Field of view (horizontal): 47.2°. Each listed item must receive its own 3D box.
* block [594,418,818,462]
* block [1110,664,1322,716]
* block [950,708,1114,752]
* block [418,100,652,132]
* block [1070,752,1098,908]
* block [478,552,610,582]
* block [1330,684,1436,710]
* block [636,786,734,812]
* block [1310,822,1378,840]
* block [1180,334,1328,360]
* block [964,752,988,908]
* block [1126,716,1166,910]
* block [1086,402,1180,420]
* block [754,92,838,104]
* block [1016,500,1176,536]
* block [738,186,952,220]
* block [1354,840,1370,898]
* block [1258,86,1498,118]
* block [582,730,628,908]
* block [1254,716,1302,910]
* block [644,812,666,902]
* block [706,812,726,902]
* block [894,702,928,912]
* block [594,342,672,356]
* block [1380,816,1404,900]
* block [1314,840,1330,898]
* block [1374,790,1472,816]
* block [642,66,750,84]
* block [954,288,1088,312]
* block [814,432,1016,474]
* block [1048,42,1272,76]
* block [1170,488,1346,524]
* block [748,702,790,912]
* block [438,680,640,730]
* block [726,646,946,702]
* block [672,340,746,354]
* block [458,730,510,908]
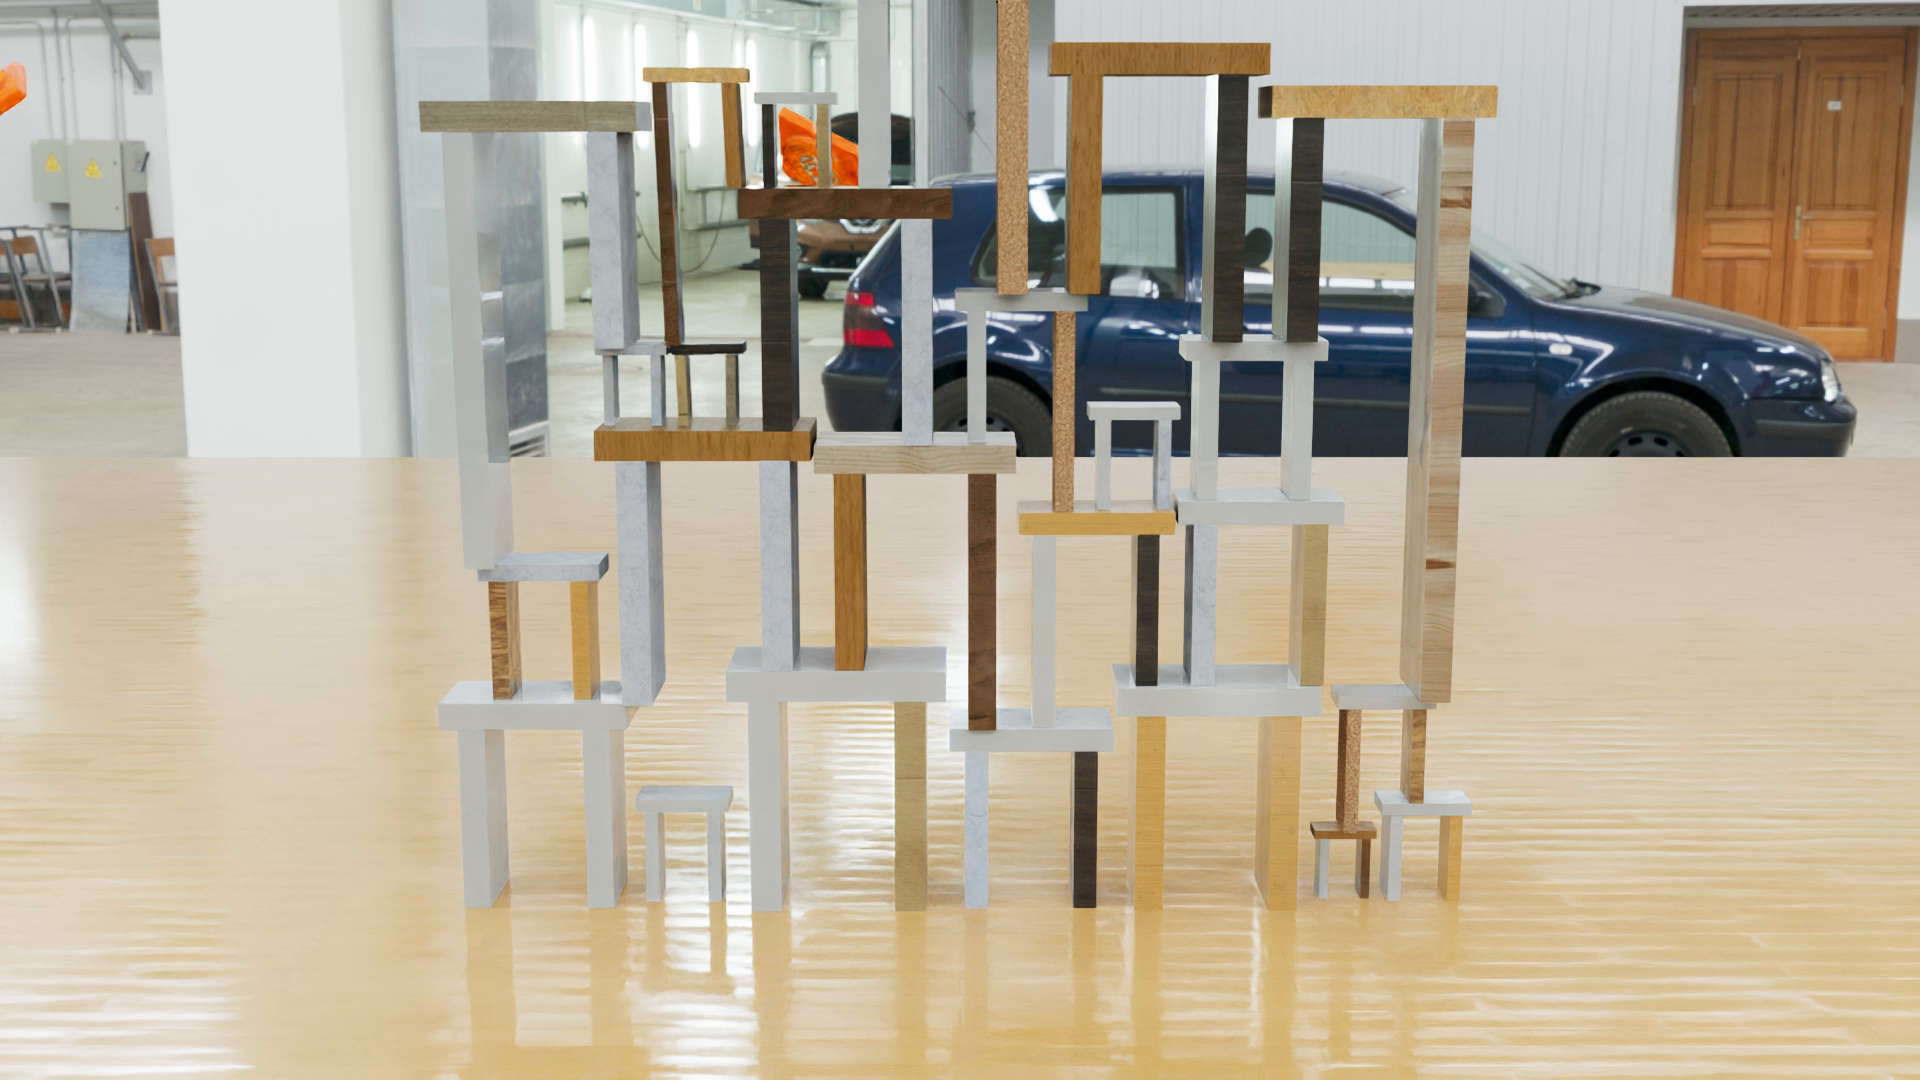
[{"bbox_3d":[-0.404,-0.162,3.531,0.339,0.048,0.170,0,11,0],"label":"block"},{"bbox_3d":[0.417,0.246,3.606,0.327,0.046,0.163,0,11,0],"label":"block"},{"bbox_3d":[0.116,0.311,3.613,0.265,0.038,0.133,0,11,0],"label":"block"},{"bbox_3d":[-0.657,-0.660,3.428,0.330,0.047,0.165,0,11,1],"label":"block"},{"bbox_3d":[0.204,0.460,3.641,0.038,0.266,0.133,0,11,0],"label":"block"},{"bbox_3d":[-0.675,0.043,3.570,0.195,0.028,0.098,0,11,1],"label":"block"},{"bbox_3d":[0.695,0.257,3.611,0.159,0.023,0.080,0,11,0],"label":"block"},{"bbox_3d":[-0.456,0.429,3.640,0.153,0.022,0.077,0,11,0],"label":"block"},{"bbox_3d":[0.636,0.482,3.651,0.103,0.015,0.051,0,11,0],"label":"block"},{"bbox_3d":[0.466,-0.307,3.502,0.222,0.031,0.111,0,11,0],"label":"block"},{"bbox_3d":[0.027,0.460,3.641,0.038,0.266,0.133,0,11,0],"label":"block"},{"bbox_3d":[0.308,0.429,3.640,0.046,0.327,0.163,0,11,0],"label":"block"},{"bbox_3d":[0.278,-0.207,3.525,0.144,0.020,0.072,0,11,-1],"label":"block"},{"bbox_3d":[-0.256,-0.690,3.435,0.128,0.018,0.064,0,11,0],"label":"block"},{"bbox_3d":[0.217,-0.037,3.549,0.247,0.035,0.124,0,11,-1],"label":"block"},{"bbox_3d":[-0.176,-0.532,3.460,0.329,0.047,0.164,0,11,0],"label":"block"},{"bbox_3d":[0.671,0.539,3.662,0.015,0.103,0.051,0,11,0],"label":"block"},{"bbox_3d":[0.648,-0.684,3.438,0.343,0.049,0.171,0,11,0],"label":"block"},{"bbox_3d":[-0.587,0.440,3.647,0.043,0.302,0.151,0,11,0],"label":"block"},{"bbox_3d":[0.526,0.429,3.640,0.046,0.327,0.163,0,11,0],"label":"block"},{"bbox_3d":[-0.506,0.515,3.656,0.022,0.153,0.077,0,11,0],"label":"block"},{"bbox_3d":[-0.405,0.515,3.656,0.022,0.153,0.077,0,11,0],"label":"block"},{"bbox_3d":[-0.081,0.416,3.640,0.050,0.352,0.176,0,11,0],"label":"block"},{"bbox_3d":[-0.520,-0.305,3.500,0.113,0.016,0.057,0,11,0],"label":"block"},{"bbox_3d":[0.717,0.518,3.657,0.021,0.147,0.073,0,11,0],"label":"block"},{"bbox_3d":[0.602,0.539,3.662,0.015,0.103,0.051,0,11,0],"label":"block"},{"bbox_3d":[0.766,0.435,3.642,0.147,0.021,0.073,0,11,0],"label":"block"},{"bbox_3d":[-0.409,-0.723,3.420,0.160,0.023,0.080,0,11,-1],"label":"block"},{"bbox_3d":[0.096,-0.382,3.493,0.208,0.029,0.104,0,11,0],"label":"block"},{"bbox_3d":[-0.071,-0.141,3.535,0.319,0.045,0.159,0,11,0],"label":"block"},{"bbox_3d":[0.305,-0.747,3.422,0.333,0.047,0.166,0,11,0],"label":"block"},{"bbox_3d":[0.478,-0.055,3.550,0.264,0.037,0.132,0,11,0],"label":"block"},{"bbox_3d":[-0.315,0.416,3.640,0.050,0.352,0.176,0,11,0],"label":"block"},{"bbox_3d":[-0.688,0.271,3.615,0.302,0.043,0.151,0,11,0],"label":"block"},{"bbox_3d":[-0.198,0.219,3.604,0.352,0.050,0.176,0,11,0],"label":"block"},{"bbox_3d":[-0.400,-0.307,3.506,0.113,0.016,0.057,0,11,1],"label":"block"},{"bbox_3d":[-0.789,0.440,3.647,0.043,0.302,0.151,0,11,0],"label":"block"}]
